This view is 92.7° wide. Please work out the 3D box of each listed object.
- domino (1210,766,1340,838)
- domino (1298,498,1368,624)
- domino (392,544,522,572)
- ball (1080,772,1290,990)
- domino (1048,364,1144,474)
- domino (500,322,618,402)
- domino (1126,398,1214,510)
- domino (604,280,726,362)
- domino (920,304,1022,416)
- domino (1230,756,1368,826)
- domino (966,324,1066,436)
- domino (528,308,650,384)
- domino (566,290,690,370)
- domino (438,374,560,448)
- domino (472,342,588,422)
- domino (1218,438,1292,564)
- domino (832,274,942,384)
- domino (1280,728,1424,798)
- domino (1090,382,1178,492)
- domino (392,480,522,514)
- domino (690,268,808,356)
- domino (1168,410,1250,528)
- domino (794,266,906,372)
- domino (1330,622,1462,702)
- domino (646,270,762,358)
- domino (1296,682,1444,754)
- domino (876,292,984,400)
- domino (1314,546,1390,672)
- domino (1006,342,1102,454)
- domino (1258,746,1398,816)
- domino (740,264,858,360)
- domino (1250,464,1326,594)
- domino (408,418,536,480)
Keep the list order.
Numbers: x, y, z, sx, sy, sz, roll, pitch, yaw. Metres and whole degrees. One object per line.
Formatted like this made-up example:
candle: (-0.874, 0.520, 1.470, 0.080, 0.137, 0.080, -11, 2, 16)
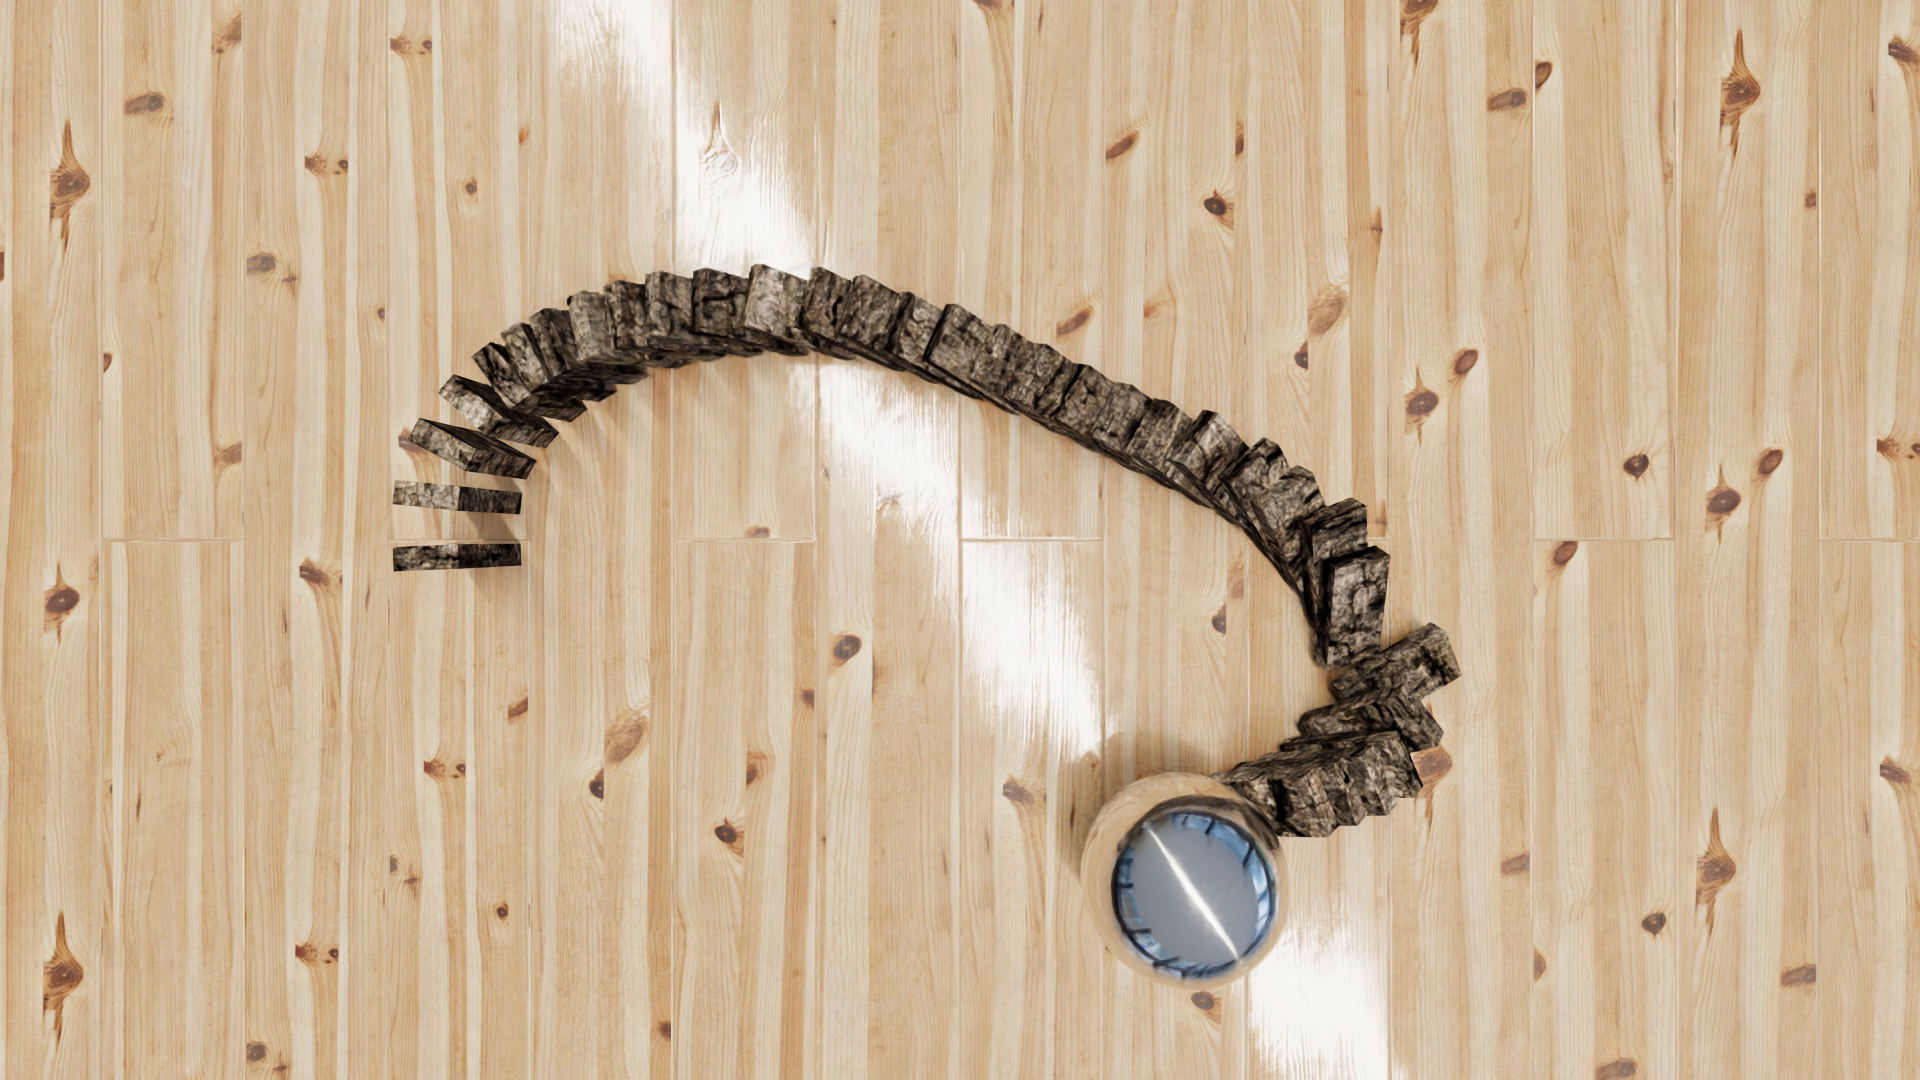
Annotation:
domino: (0.127, 0.108, 0.378, 0.009, 0.050, 0.025, -23, 90, -39)
domino: (0.156, 0.010, 0.382, 0.025, 0.009, 0.050, -21, 120, -7)
domino: (-0.204, 0.007, 0.375, 0.025, 0.050, 0.009, -2, 90, 0)
ball: (0.087, 0.132, 0.360, 0.080, 0.080, 0.080, 0, 90, 0)
domino: (0.063, -0.050, 0.383, 0.050, 0.010, 0.025, 27, 90, -31)
domino: (-0.163, -0.072, 0.375, 0.010, 0.050, 0.025, -26, 90, 10)
domino: (0.093, -0.035, 0.382, 0.050, 0.009, 0.025, 29, 89, -33)
domino: (-0.120, -0.089, 0.377, 0.010, 0.050, 0.025, -7, 90, 34)
domino: (0.010, -0.075, 0.383, 0.050, 0.010, 0.025, 26, 89, -32)
domino: (0.138, 0.104, 0.378, 0.010, 0.050, 0.025, -23, 90, -39)
domino: (0.030, -0.067, 0.383, 0.050, 0.009, 0.025, 27, 90, -30)
domino: (-0.150, -0.078, 0.375, 0.009, 0.050, 0.025, -21, 90, 18)
domino: (-0.135, -0.085, 0.376, 0.009, 0.050, 0.025, -12, 90, 29)
domino: (-0.187, -0.052, 0.375, 0.025, 0.050, 0.010, 42, 90, 0)
domino: (-0.175, -0.064, 0.375, 0.010, 0.050, 0.025, -36, 90, 3)
domino: (0.130, -0.016, 0.383, 0.025, 0.010, 0.050, -40, 122, 0)
domino: (-0.025, -0.087, 0.382, 0.050, 0.010, 0.025, 22, 88, -32)
domino: (0.160, 0.093, 0.378, 0.009, 0.050, 0.025, -23, 90, -39)
domino: (0.079, -0.042, 0.382, 0.050, 0.010, 0.025, 27, 90, -33)
domino: (-0.204, -0.017, 0.375, 0.025, 0.050, 0.010, 6, 90, 0)
domino: (-0.086, -0.093, 0.379, 0.050, 0.009, 0.025, 4, 90, -43)
domino: (0.110, -0.029, 0.382, 0.050, 0.009, 0.025, 38, 86, -33)
domino: (-0.042, -0.091, 0.383, 0.050, 0.009, 0.025, 18, 90, -32)
domino: (0.186, 0.059, 0.391, 0.050, 0.010, 0.025, -31, 112, 0)
domino: (-0.105, -0.092, 0.378, 0.009, 0.050, 0.025, 0, 90, 39)
domino: (0.168, 0.078, 0.378, 0.010, 0.050, 0.025, -37, 90, -39)
domino: (-0.007, -0.080, 0.383, 0.050, 0.010, 0.025, 22, 90, -32)
domino: (0.163, 0.029, 0.382, 0.025, 0.010, 0.050, -13, 118, -10)
domino: (0.046, -0.059, 0.383, 0.050, 0.009, 0.025, 27, 90, -31)
domino: (0.150, 0.100, 0.378, 0.009, 0.050, 0.025, -23, 90, -39)
domino: (-0.064, -0.094, 0.381, 0.050, 0.010, 0.025, 11, 90, -37)
domino: (0.141, -0.004, 0.382, 0.025, 0.010, 0.050, -37, 122, -2)
domino: (-0.198, -0.037, 0.375, 0.025, 0.050, 0.009, 29, 90, 0)
